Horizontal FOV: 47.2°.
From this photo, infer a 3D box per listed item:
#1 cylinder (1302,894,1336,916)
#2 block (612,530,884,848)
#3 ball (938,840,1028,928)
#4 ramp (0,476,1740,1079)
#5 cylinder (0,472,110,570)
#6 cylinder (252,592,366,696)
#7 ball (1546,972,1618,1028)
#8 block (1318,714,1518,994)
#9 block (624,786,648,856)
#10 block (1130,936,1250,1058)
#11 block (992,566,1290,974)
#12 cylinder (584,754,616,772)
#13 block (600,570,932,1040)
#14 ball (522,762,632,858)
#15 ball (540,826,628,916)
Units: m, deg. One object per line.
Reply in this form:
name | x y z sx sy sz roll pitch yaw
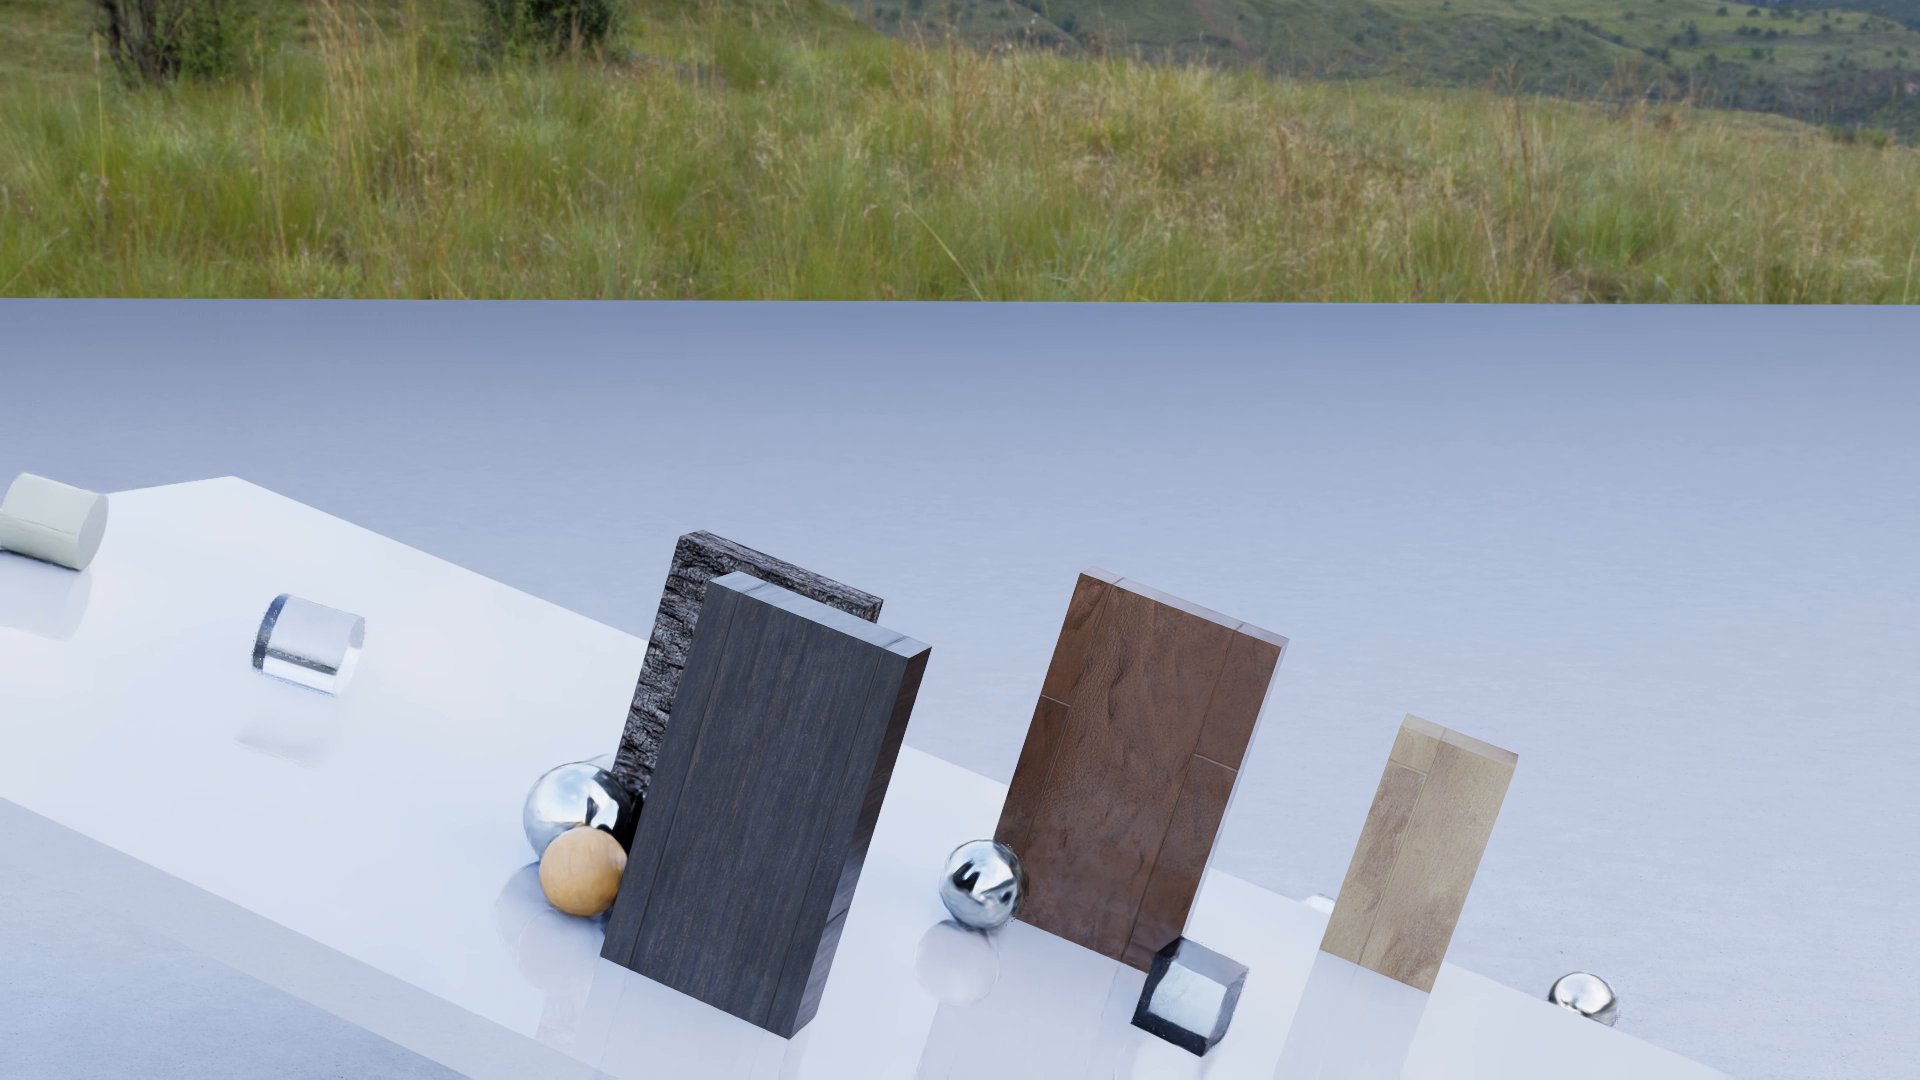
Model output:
cylinder | 1.007 1.056 5.912 0.167 0.167 0.167 -3 8 -25
block | -0.409 0.330 4.013 0.371 0.599 0.103 20 12 14
ball | 0.044 0.659 4.215 0.169 0.169 0.169 0 7 0
ramp | -0.357 0.674 4.226 4.000 0.100 2.000 20 12 14
cylinder | -1.901 -0.039 4.612 0.166 0.166 0.166 17 6 -5
cylinder | -1.291 0.207 4.366 0.165 0.165 0.165 17 7 -1
ball | 1.500 1.128 5.305 0.169 0.169 0.169 0 7 0
block | 0.975 0.664 4.675 0.247 0.521 0.137 20 12 14
block | -0.477 0.569 3.808 0.194 0.194 0.194 14 12 -15
block | 0.422 0.833 4.025 0.143 0.143 0.143 22 13 21
block | 0.328 0.451 4.279 0.409 0.698 0.103 20 12 14
cylinder | -0.691 0.471 4.152 0.114 0.114 0.114 2 7 18
block | -0.317 0.425 3.550 0.349 0.662 0.119 20 12 14
ball | -0.678 0.489 3.894 0.191 0.191 0.191 0 7 0
ball | -0.636 0.561 3.723 0.151 0.151 0.151 0 7 0
